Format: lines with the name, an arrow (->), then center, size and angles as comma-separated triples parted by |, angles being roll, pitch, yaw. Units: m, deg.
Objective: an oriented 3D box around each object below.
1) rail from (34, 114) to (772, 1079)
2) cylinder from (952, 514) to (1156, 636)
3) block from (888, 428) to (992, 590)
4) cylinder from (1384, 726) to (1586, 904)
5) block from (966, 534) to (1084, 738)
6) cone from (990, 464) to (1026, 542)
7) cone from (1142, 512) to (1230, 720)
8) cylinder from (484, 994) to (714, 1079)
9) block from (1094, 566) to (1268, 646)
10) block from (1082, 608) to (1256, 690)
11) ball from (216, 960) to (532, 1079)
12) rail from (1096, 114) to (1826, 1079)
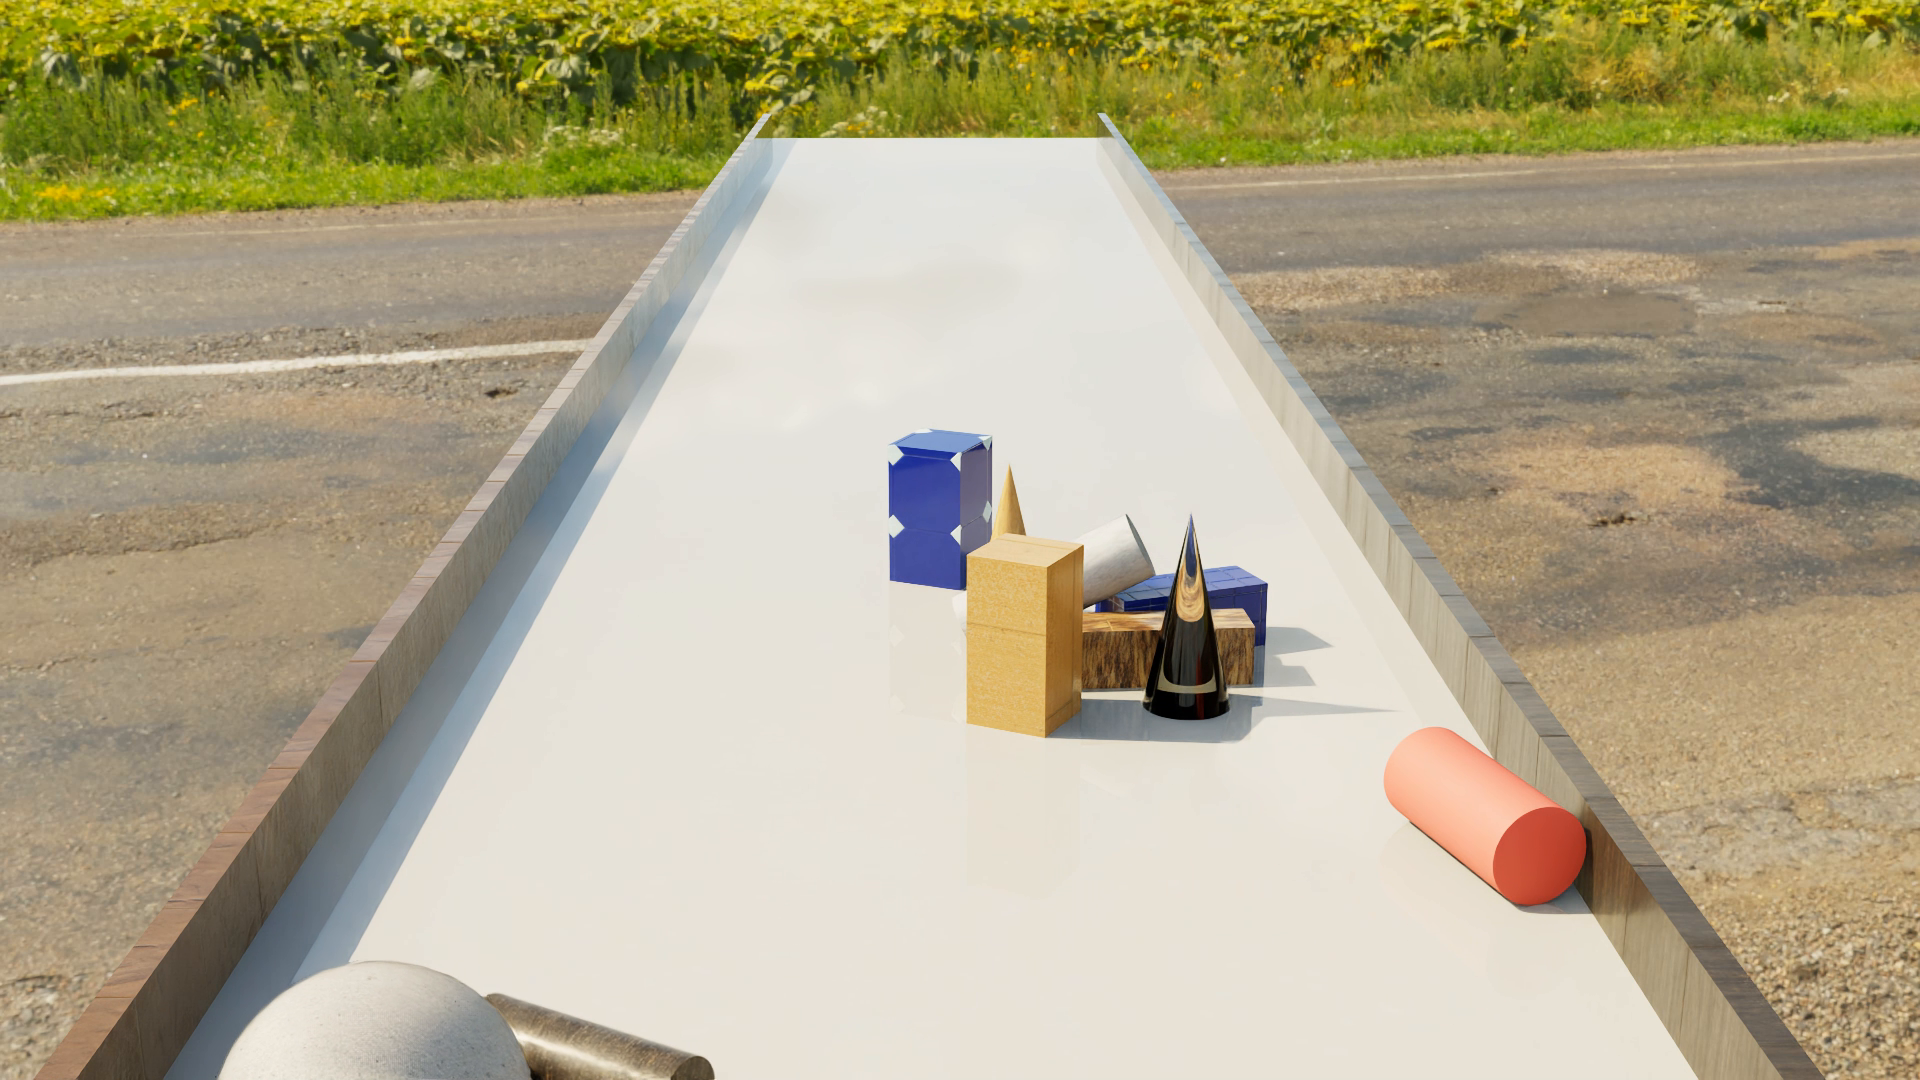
rail -> -1.118, -0.838, 7.780 | 0.050, 0.150, 12.000 | 0, 17, -1
cylinder -> 0.187, 0.092, 4.392 | 0.387, 0.137, 0.137 | -26, 14, 9
block -> -0.043, -0.071, 4.917 | 0.174, 0.313, 0.174 | 7, 18, 23
cylinder -> 0.827, 0.432, 3.490 | 0.161, 0.161, 0.346 | -5, 17, -17
block -> 0.120, 0.174, 4.069 | 0.161, 0.327, 0.161 | 8, 19, 26
cone -> 0.103, -0.002, 4.646 | 0.155, 0.335, 0.155 | 0, 17, 0
cone -> 0.429, 0.129, 4.121 | 0.167, 0.382, 0.167 | 0, 17, 0
cylinder -> -0.475, 0.668, 2.775 | 0.323, 0.117, 0.117 | 9, 19, 28
block -> 0.450, 0.151, 4.486 | 0.324, 0.133, 0.133 | -7, 18, -21
block -> 0.341, 0.213, 4.304 | 0.452, 0.117, 0.117 | -1, 17, -4
ball -> -0.649, 0.645, 2.439 | 0.352, 0.352, 0.352 | 0, 17, 0
rail -> 0.932, -0.844, 7.801 | 0.050, 0.150, 12.000 | 0, 17, -1
